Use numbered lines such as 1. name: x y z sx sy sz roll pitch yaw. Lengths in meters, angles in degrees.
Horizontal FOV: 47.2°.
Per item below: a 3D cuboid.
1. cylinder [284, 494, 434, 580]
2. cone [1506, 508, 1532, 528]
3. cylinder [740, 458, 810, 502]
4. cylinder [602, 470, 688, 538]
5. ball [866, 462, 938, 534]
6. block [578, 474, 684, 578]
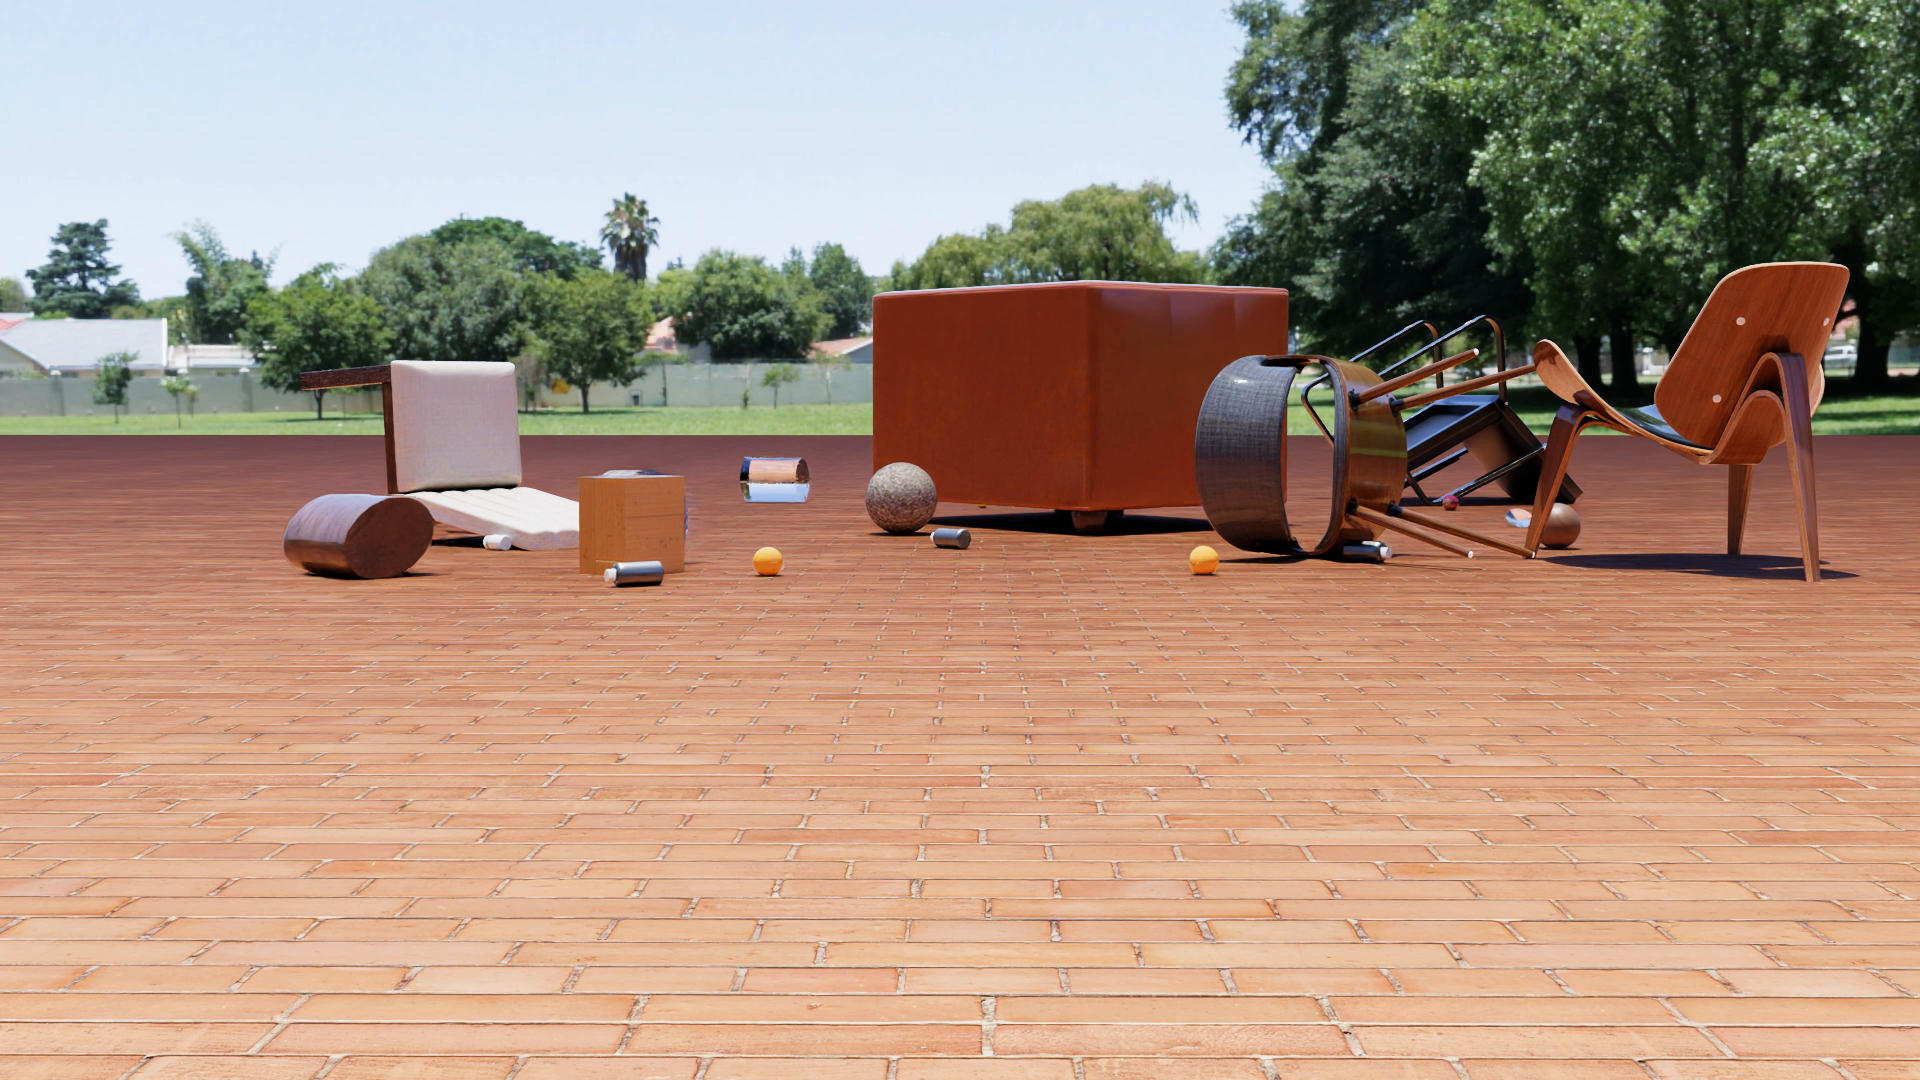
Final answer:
1. cylinder: -1.453 -0.012 5.311 0.282 0.180 0.252 4 28 44
2. cone: 1.825 -0.059 7.200 0.096 0.040 0.082 -13 52 -24
3. cylinder: -0.734 -0.237 8.722 0.230 0.178 0.169 1 33 14
4. cylinder: -0.821 -0.056 5.571 0.106 0.243 0.268 3 -15 39
5. ball: -0.181 -0.129 6.794 0.223 0.223 0.223 0 4 0
6. block: -0.801 -0.037 5.369 0.165 0.236 0.193 3 5 39
